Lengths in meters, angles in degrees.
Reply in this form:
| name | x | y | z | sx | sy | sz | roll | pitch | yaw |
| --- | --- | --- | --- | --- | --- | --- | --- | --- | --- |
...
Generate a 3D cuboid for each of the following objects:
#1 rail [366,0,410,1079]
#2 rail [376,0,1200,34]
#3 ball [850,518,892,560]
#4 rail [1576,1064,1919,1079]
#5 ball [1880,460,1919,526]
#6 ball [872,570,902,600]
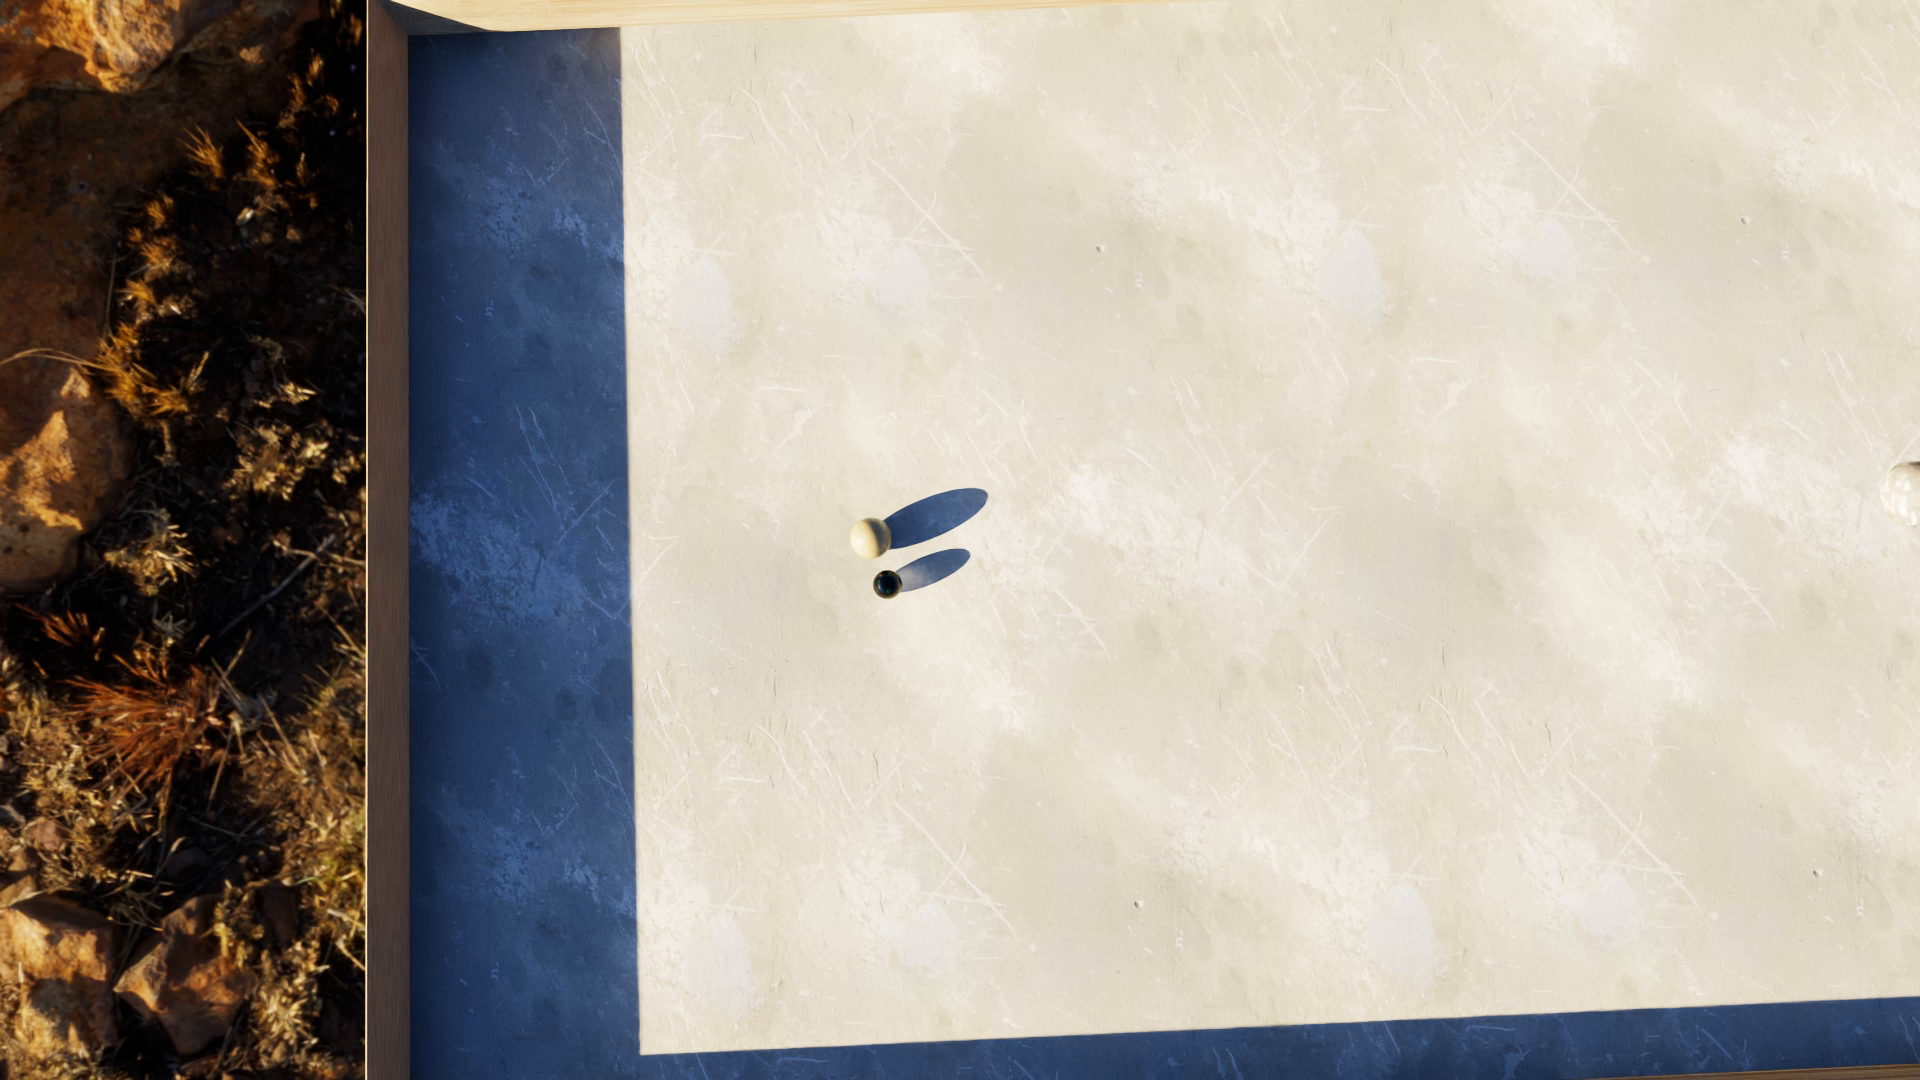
| name | x | y | z | sx | sy | sz | roll | pitch | yaw |
| --- | --- | --- | --- | --- | --- | --- | --- | --- | --- |
| rail | -0.837 | 0.031 | 3.247 | 0.045 | 0.128 | 1.735 | -3 | 80 | 0 |
| rail | 0.822 | -0.875 | 3.405 | 3.445 | 0.128 | 0.045 | -3 | 80 | 0 |
| ball | -0.133 | -0.003 | 3.287 | 0.063 | 0.063 | 0.063 | 0 | 80 | 0 |
| rail | 0.898 | 0.786 | 3.115 | 3.445 | 0.128 | 0.045 | -3 | 80 | 0 |
| ball | 1.424 | -0.069 | 3.280 | 0.098 | 0.098 | 0.098 | 0 | 80 | 0 |
| ball | -0.108 | 0.067 | 3.284 | 0.045 | 0.045 | 0.045 | 0 | 80 | 0 |
